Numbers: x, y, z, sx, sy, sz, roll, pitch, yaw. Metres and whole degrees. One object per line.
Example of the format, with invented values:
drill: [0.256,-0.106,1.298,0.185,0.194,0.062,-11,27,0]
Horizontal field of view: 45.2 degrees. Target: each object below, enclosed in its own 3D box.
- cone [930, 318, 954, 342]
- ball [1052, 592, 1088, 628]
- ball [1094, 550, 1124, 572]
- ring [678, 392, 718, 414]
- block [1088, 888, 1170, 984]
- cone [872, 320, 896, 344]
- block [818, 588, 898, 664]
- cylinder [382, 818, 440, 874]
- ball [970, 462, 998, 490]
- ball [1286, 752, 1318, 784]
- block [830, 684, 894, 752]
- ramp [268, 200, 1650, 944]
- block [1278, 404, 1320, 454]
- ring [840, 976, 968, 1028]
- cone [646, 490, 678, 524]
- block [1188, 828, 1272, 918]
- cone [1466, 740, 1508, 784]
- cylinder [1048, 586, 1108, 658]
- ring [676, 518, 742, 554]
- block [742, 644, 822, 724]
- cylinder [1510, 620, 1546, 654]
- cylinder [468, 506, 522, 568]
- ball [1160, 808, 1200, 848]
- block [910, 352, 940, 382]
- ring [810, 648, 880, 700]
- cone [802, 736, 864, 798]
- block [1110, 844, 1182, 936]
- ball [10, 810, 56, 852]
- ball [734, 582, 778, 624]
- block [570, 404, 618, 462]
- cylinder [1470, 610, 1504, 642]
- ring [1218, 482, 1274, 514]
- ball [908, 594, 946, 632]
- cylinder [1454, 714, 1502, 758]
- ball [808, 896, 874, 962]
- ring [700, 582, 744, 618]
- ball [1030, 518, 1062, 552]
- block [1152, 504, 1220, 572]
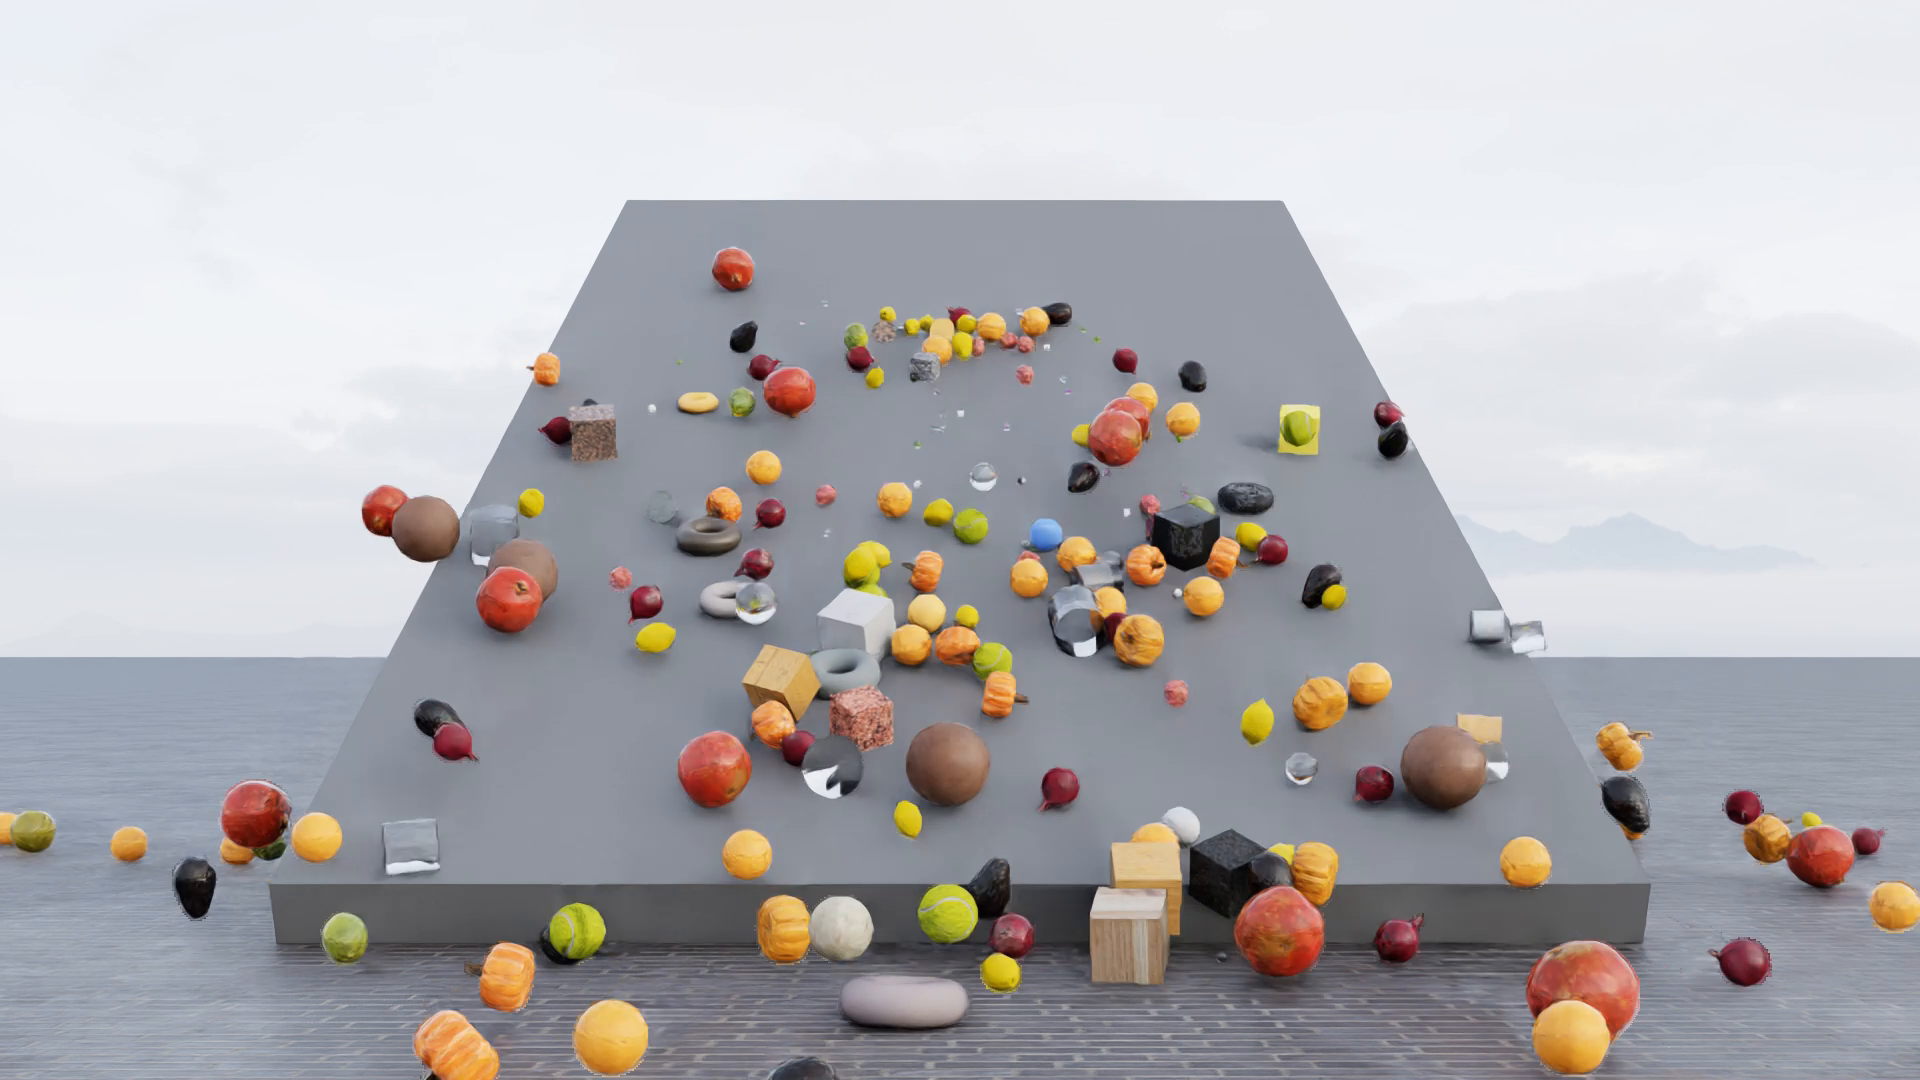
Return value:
cone: [-0.038,-0.517,5.739,0.063,0.063,0.063,-1,-5,12]
ball: [0.197,0.126,4.143,0.066,0.066,0.066,0,-3,0]
ball: [0.281,0.048,4.344,0.056,0.056,0.056,0,-3,0]
ring: [-0.596,-0.312,5.242,0.092,0.031,0.092,0,21,0]
block: [0.221,0.514,2.996,0.091,0.091,0.091,-1,16,11]
cone: [-0.187,-0.511,5.727,0.058,0.058,0.058,0,-4,4]
block: [-0.178,0.157,4.012,0.095,0.095,0.095,13,35,27]
cylinder: [-0.799,0.446,3.356,0.076,0.076,0.076,-4,-2,-11]
ball: [0.044,-0.120,4.388,0.053,0.053,0.053,0,-3,0]
ball: [0.535,0.357,3.609,0.050,0.050,0.050,0,-3,0]
block: [-0.160,0.291,3.733,0.075,0.075,0.075,-14,26,-30]
ramp: [-0.007,-0.224,5.200,2.000,0.100,4.000,0,23,0]
block: [0.736,-0.240,5.006,0.083,0.083,0.083,3,23,7]
ring: [-0.064,0.530,2.647,0.150,0.050,0.150,2,-6,0]
cone: [-0.585,-0.064,4.643,0.067,0.067,0.067,-1,-6,22]
block: [0.384,0.475,3.286,0.080,0.080,0.080,-18,29,-34]
cone: [0.820,0.353,3.648,0.067,0.067,0.067,1,-7,-27]
cylinder: [0.208,0.143,4.064,0.096,0.096,0.096,0,22,-6]
ring: [-0.491,-0.008,4.494,0.129,0.043,0.129,1,22,-1]
block: [-0.295,0.238,3.813,0.082,0.082,0.082,13,-36,27]
cylinder: [0.992,0.169,4.030,0.054,0.054,0.054,-8,-4,9]
cylinder: [-0.893,-0.007,4.425,0.092,0.092,0.092,0,23,0]
ball: [0.328,0.427,3.427,0.060,0.060,0.060,0,-3,0]
block: [-0.082,-0.408,5.444,0.054,0.054,0.054,9,24,21]
ring: [-0.204,0.229,3.920,0.139,0.046,0.139,-2,25,1]
cone: [-0.190,0.355,3.620,0.097,0.097,0.097,0,-4,9]
block: [0.260,0.491,3.242,0.092,0.092,0.092,0,26,-1]
ball: [-1.963,0.617,4.880,0.091,0.091,0.091,0,-3,0]
ball: [-0.346,0.107,3.908,0.073,0.073,0.073,0,-3,0]
block: [-0.788,-0.229,4.957,0.094,0.094,0.094,-4,23,-9]
cylinder: [0.936,0.152,4.094,0.054,0.054,0.054,2,-3,5]
ring: [0.581,-0.085,4.691,0.116,0.039,0.116,1,22,0]
ball: [-0.059,0.131,4.125,0.070,0.070,0.070,0,-3,0]
cylinder: [0.828,0.314,3.686,0.068,0.068,0.068,4,-2,10]
ball: [-0.139,0.453,2.686,0.076,0.076,0.076,0,-3,0]
ring: [-0.421,0.110,4.218,0.112,0.037,0.112,1,24,0]
ball: [0.167,-0.011,4.475,0.065,0.065,0.065,0,-3,0]
block: [0.435,-0.006,4.430,0.090,0.090,0.090,-17,28,-36]
